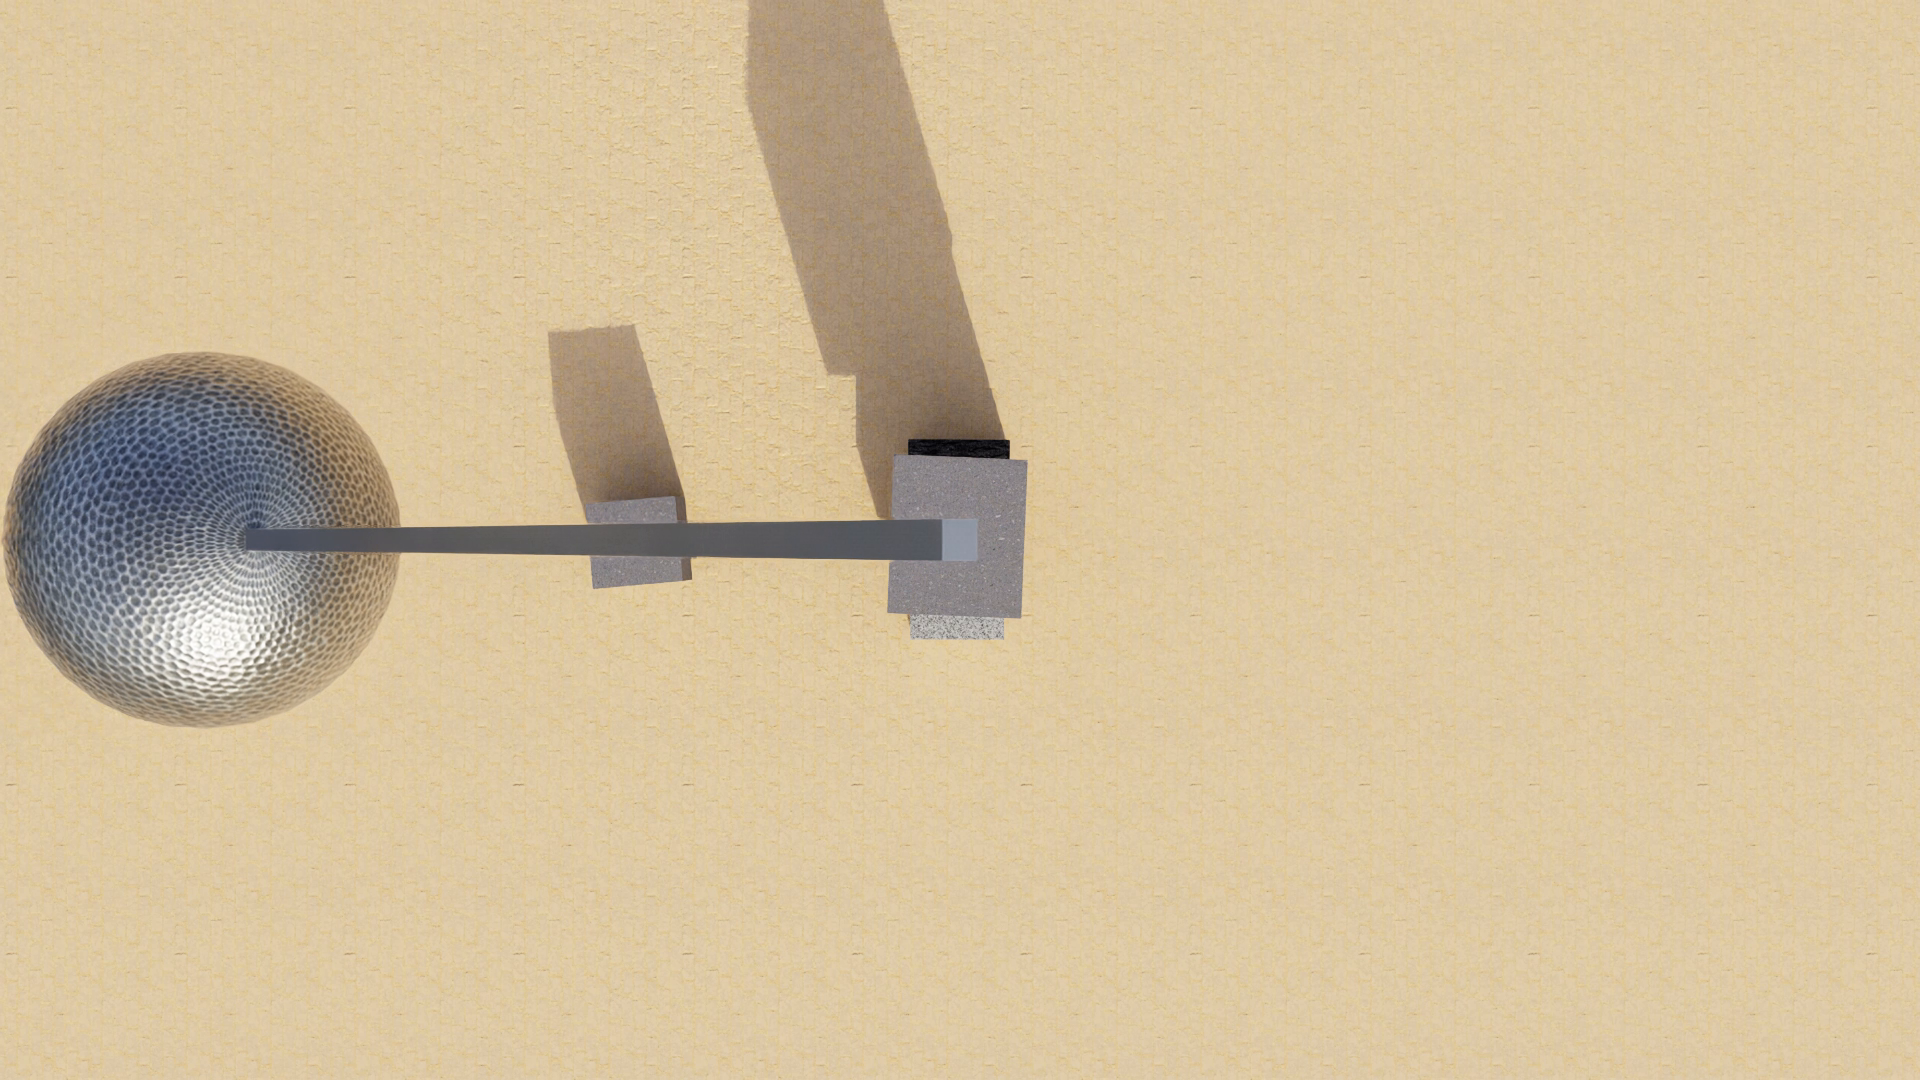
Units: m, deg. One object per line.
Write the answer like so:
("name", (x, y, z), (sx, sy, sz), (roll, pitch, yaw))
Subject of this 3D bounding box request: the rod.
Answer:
("rod", (-1.380, 0.000, 6.428), (0.080, 5.200, 0.080), (0, 90, -32))

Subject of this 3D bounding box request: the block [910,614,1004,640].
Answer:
("block", (-0.016, 0.297, 12.747), (0.532, 0.506, 0.535), (0, 90, 0))

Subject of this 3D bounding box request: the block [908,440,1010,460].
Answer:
("block", (-0.007, -0.275, 12.695), (0.573, 0.610, 0.585), (0, 90, 0))

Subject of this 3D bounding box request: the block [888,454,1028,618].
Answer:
("block", (-0.013, -0.019, 12.023), (0.712, 0.734, 0.842), (2, 90, 0))

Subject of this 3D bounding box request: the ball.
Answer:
("ball", (-3.185, 0.000, 9.310), (1.600, 1.600, 1.600), (0, 90, 0))

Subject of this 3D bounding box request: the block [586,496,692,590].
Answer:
("block", (-1.860, 0.014, 12.771), (0.514, 0.457, 0.489), (-5, 90, 0))
